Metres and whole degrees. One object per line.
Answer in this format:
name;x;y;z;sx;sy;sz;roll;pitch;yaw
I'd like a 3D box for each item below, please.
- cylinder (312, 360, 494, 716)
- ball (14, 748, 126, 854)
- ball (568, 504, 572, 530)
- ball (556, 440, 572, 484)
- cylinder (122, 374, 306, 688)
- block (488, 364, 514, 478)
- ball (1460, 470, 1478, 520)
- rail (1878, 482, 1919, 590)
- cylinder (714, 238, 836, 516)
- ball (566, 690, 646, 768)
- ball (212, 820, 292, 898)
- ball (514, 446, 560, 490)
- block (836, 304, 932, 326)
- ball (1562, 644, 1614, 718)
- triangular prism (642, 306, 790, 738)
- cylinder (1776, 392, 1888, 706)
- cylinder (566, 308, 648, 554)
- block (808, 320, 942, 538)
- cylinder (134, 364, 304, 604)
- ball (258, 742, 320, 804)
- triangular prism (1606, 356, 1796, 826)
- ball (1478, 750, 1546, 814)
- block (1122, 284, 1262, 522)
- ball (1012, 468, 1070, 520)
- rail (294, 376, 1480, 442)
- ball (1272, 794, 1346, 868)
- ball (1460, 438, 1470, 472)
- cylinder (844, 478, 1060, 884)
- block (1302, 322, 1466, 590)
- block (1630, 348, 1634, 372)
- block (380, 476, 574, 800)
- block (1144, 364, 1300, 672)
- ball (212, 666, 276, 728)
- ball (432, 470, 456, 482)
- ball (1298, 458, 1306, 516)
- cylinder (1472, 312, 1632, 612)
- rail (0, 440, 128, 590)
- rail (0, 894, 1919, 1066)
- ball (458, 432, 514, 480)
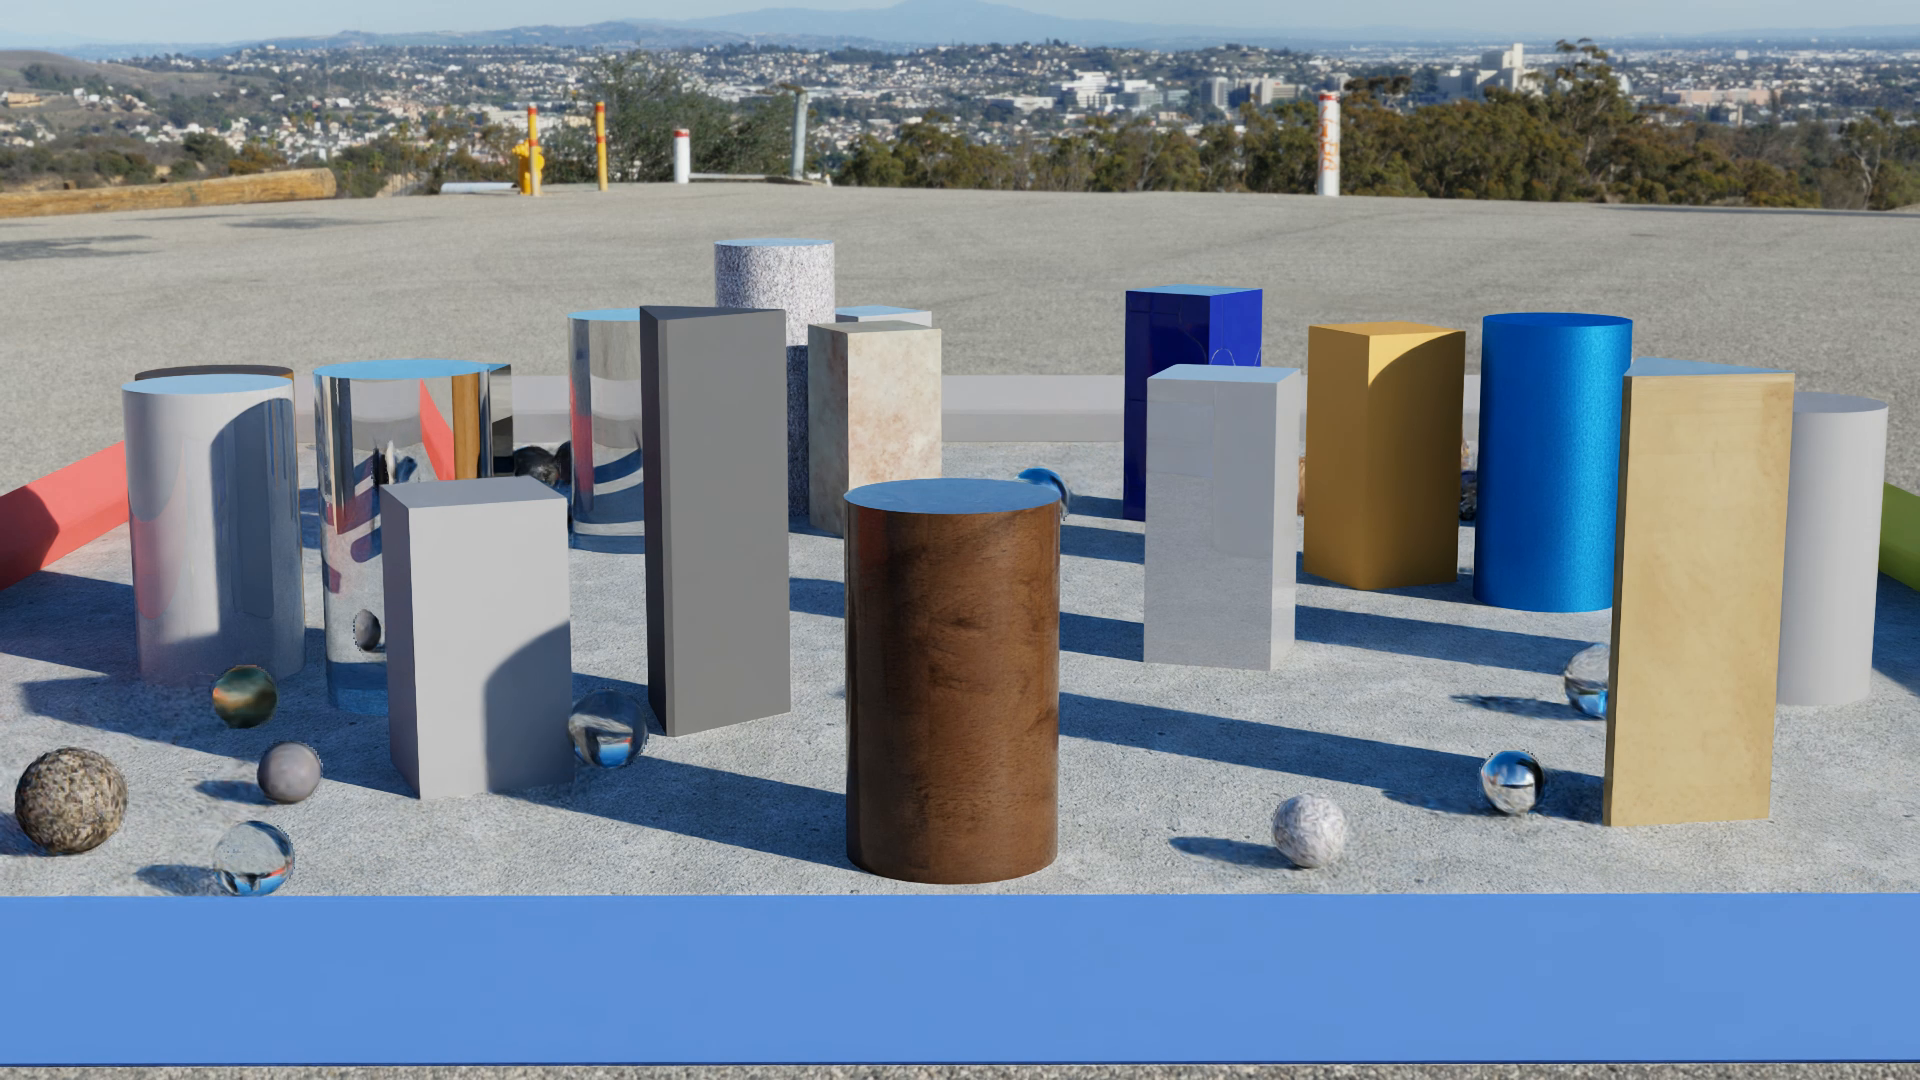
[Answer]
cylinder;-0.639;-0.007;2.971;0.199;0.384;0.199;0;10;0
ball;-0.831;0.244;2.399;0.099;0.099;0.099;0;10;0
ball;-0.614;-0.036;3.999;0.042;0.042;0.042;0;10;0
ball;-0.668;-0.136;4.495;0.084;0.084;0.084;0;10;0
cylinder;-0.903;-0.015;3.109;0.199;0.350;0.199;0;10;0
block;-0.774;-0.120;3.873;0.159;0.278;0.159;1;11;7
ball;0.822;-0.072;4.156;0.081;0.081;0.081;0;10;0
rail;1.324;0.032;3.456;0.045;0.129;3.192;0;10;0
cylinder;-0.305;-0.272;4.252;0.199;0.440;0.199;0;10;0
ball;-0.358;0.191;2.601;0.080;0.080;0.080;0;10;0
ball;-0.626;0.283;2.271;0.068;0.068;0.068;0;10;0
ball;-0.725;-0.112;4.335;0.095;0.095;0.095;0;10;0
block;-0.162;-0.255;4.539;0.159;0.301;0.159;-8;13;-38
ball;0.723;0.160;2.894;0.083;0.083;0.083;0;10;0
triangular prism;-0.307;-0.030;2.887;0.172;0.459;0.149;-10;14;-43
cylinder;0.978;0.006;3.022;0.199;0.340;0.199;0;10;0
cylinder;-0.499;-0.170;3.938;0.199;0.353;0.199;0;10;0
block;-0.136;-0.177;4.063;0.159;0.322;0.159;-5;12;-26
cylinder;-0.966;-0.053;3.357;0.199;0.333;0.199;0;10;0
ball;-0.670;0.233;2.562;0.061;0.061;0.061;0;10;0
triangular prism;0.697;0.046;2.536;0.172;0.439;0.149;-2;11;-10
ball;0.543;0.238;2.525;0.064;0.064;0.064;0;10;0
block;0.377;-0.220;4.157;0.159;0.371;0.159;8;13;37
ball;0.124;-0.066;4.073;0.099;0.099;0.099;0;10;0
rail;-0.009;-0.253;4.995;2.695;0.129;0.045;0;10;0
ball;0.321;0.267;2.360;0.068;0.068;0.068;0;10;0
ball;0.854;-0.149;4.536;0.094;0.094;0.094;0;10;0
cylinder;-0.007;0.126;2.377;0.199;0.339;0.199;0;10;0
block;0.605;-0.124;3.674;0.159;0.359;0.159;-5;11;-24
block;0.979;-0.168;4.087;0.159;0.295;0.159;2;11;10
block;-0.500;0.096;2.654;0.159;0.297;0.159;-4;11;-22
block;0.327;-0.032;3.190;0.159;0.353;0.159;3;11;17
ball;-0.796;0.175;2.853;0.069;0.069;0.069;0;10;0
ball;-0.887;-0.100;4.416;0.041;0.041;0.041;0;10;0
ball;0.558;-0.088;4.201;0.096;0.096;0.096;0;10;0
cylinder;0.811;-0.110;3.520;0.199;0.386;0.199;0;10;0
rail;-1.324;0.035;3.441;0.045;0.129;3.192;0;10;0
rail;0.009;0.319;1.903;2.695;0.129;0.045;0;10;0
ball;-0.826;-0.139;4.471;0.098;0.098;0.098;0;10;0
